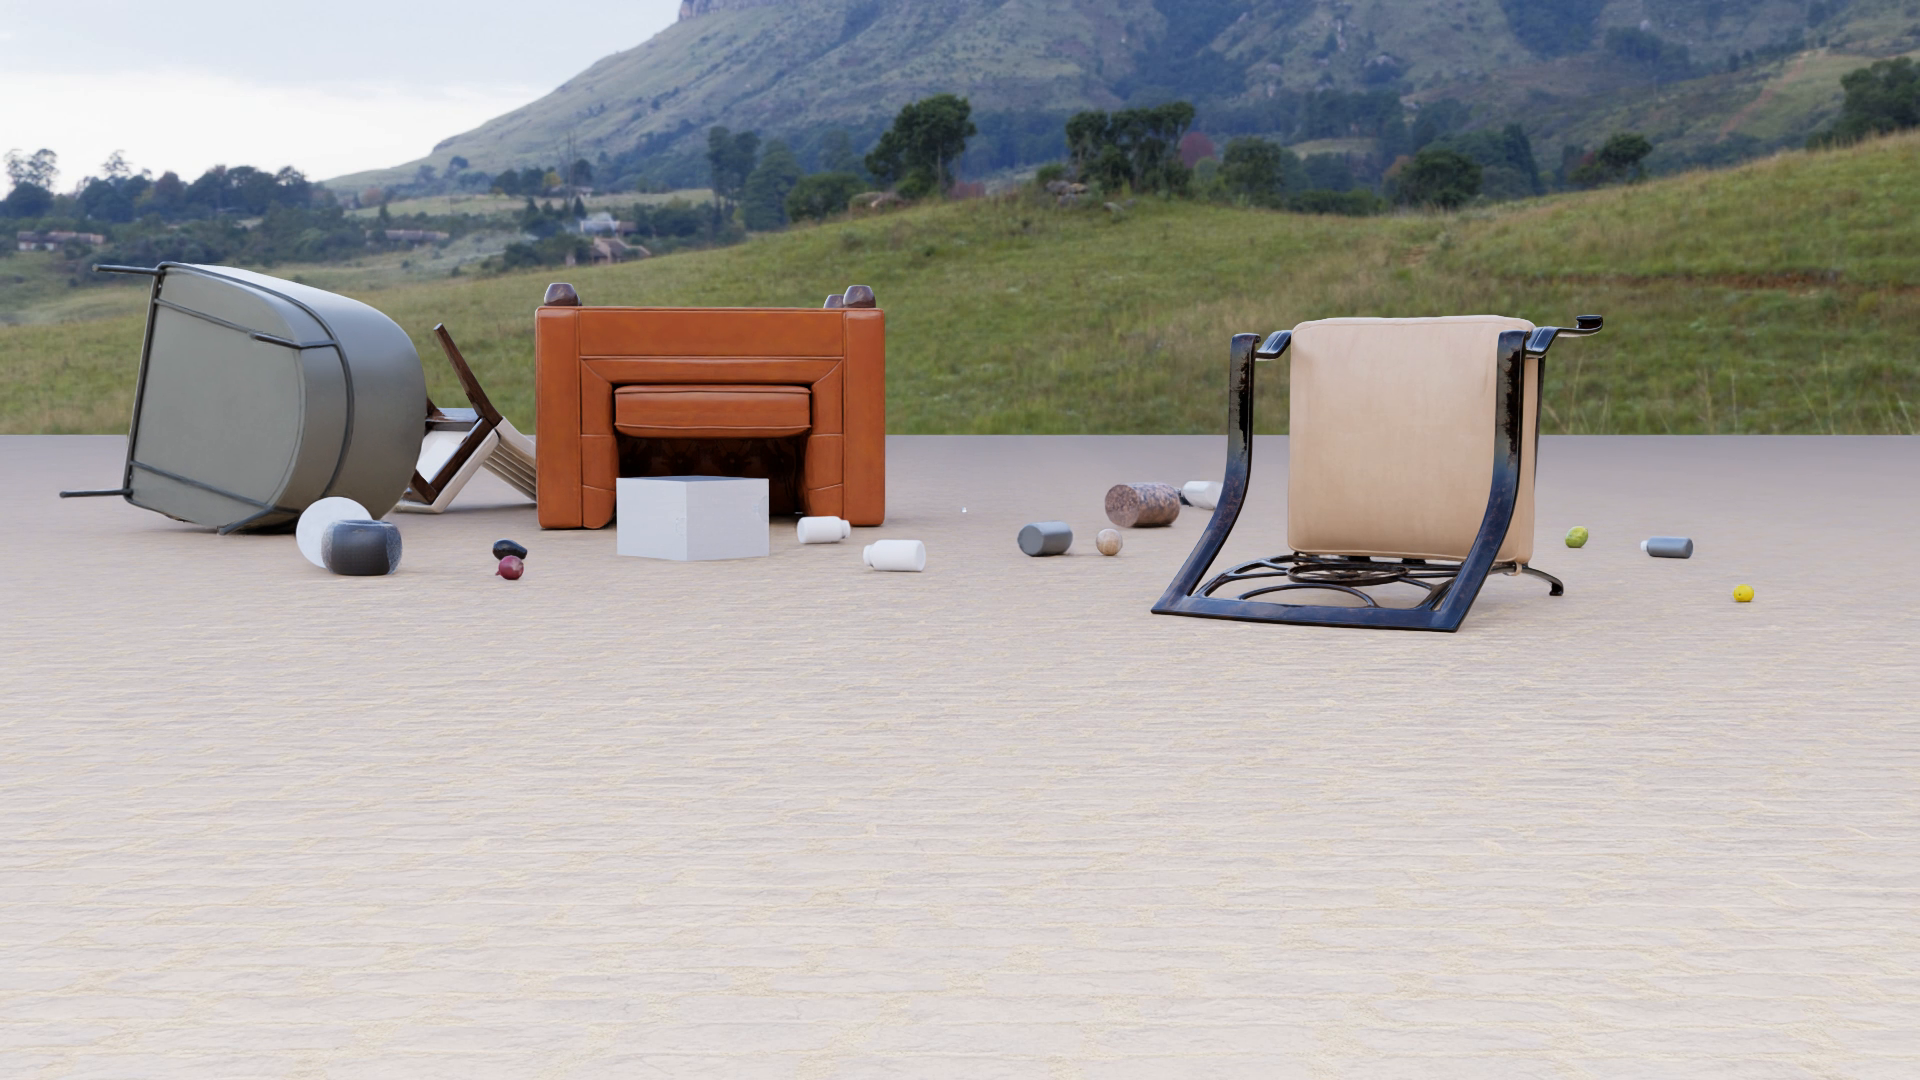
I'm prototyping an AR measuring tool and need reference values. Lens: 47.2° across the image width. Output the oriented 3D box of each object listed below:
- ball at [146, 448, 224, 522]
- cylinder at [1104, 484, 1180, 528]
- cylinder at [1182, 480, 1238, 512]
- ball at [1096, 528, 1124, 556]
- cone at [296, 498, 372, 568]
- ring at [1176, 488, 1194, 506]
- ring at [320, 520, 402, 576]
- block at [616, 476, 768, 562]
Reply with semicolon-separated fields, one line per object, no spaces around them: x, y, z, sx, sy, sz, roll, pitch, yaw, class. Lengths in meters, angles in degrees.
-2.632;-0.188;7.467;0.250;0.250;0.250;0;4;0;ball
0.596;-0.113;7.176;0.178;0.139;0.170;-3;10;-38;cylinder
0.930;-0.165;8.165;0.145;0.094;0.201;28;-5;-17;cylinder
0.402;0.006;5.920;0.074;0.074;0.074;0;4;0;ball
-1.553;0.020;5.609;0.216;0.186;0.211;31;-14;17;cone
0.924;-0.167;8.531;0.270;0.062;0.144;2;6;35;ring
-1.460;0.019;5.366;0.186;0.127;0.244;0;5;-34;ring
-0.723;-0.063;5.947;0.270;0.207;0.323;-4;5;-42;block
